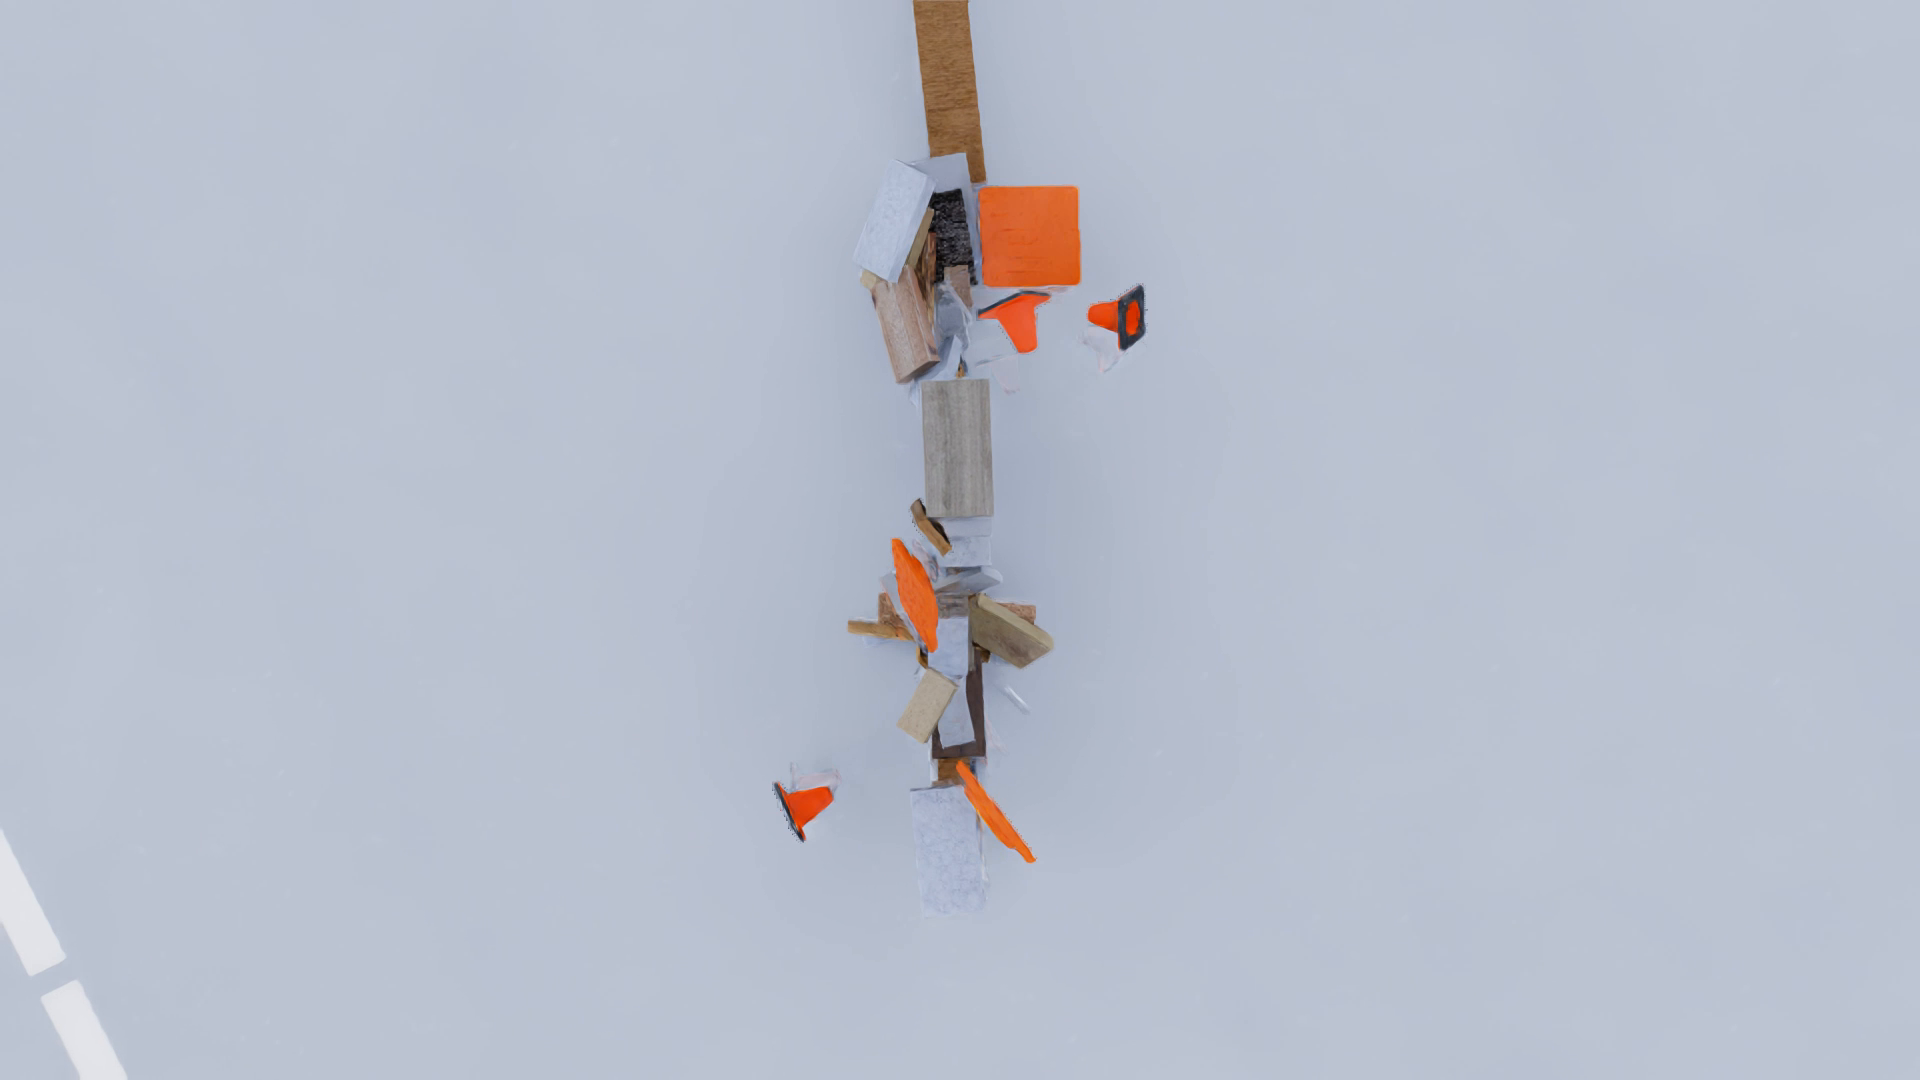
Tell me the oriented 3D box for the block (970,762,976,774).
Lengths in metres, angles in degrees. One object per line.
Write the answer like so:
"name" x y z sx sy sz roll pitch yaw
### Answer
"block" -0.001 0.696 5.049 0.092 0.184 0.026 4 78 0

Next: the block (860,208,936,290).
"block" -0.206 -0.952 5.365 0.168 0.048 0.336 38 121 30

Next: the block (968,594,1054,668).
"block" 0.131 0.298 5.347 0.321 0.046 0.161 32 133 -27

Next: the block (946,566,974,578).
"block" -0.001 0.103 5.415 0.086 0.171 0.024 2 71 0

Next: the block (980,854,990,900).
"block" -0.005 1.024 5.043 0.175 0.914 0.049 -1 84 0

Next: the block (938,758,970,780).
"block" -0.017 0.740 4.944 0.092 0.026 0.184 -1 91 1

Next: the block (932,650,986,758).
"block" -0.009 0.481 4.827 0.154 0.044 0.309 -3 81 0

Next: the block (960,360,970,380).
"block" 0.005 -0.537 5.476 0.053 0.015 0.106 -11 103 10

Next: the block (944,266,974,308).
"block" -0.005 -0.828 5.401 0.079 0.158 0.022 -3 48 7

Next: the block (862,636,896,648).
"block" -0.255 0.310 5.488 0.142 0.020 0.071 -13 86 0

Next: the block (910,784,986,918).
"block" -0.034 0.857 4.557 0.175 0.049 0.349 -6 90 1

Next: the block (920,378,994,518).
"block" -0.006 -0.239 4.326 0.179 0.051 0.357 -2 88 0

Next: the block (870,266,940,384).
"block" -0.178 -0.691 5.294 0.168 0.048 0.336 -29 71 41

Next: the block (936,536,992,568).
"block" 0.004 -0.085 5.139 0.167 0.047 0.335 -3 90 0

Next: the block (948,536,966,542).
"block" -0.033 -0.026 5.020 0.095 0.190 0.027 -2 79 0

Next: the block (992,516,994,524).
"block" 0.007 -0.085 4.936 0.178 0.355 0.050 -2 96 0

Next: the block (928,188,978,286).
"block" -0.046 -0.983 5.413 0.155 0.044 0.310 -10 102 0

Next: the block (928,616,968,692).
"block" -0.035 0.336 4.766 0.113 0.032 0.226 2 98 0

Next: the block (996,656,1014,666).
"block" 0.159 0.345 5.489 0.071 0.020 0.142 3 90 -2

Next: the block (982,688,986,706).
"block" 0.003 0.539 5.343 0.156 0.311 0.044 0 99 0

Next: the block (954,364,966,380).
"block" -0.027 -0.580 5.453 0.053 0.015 0.106 -22 95 17

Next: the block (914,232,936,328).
"block" -0.153 -0.854 5.401 0.155 0.044 0.311 13 106 41

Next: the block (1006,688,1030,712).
"block" 0.191 0.530 5.446 0.013 0.047 0.094 -43 95 6

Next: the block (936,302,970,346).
"block" -0.021 -0.706 5.434 0.079 0.022 0.158 -6 131 9

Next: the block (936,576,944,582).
"block" -0.025 0.197 5.420 0.086 0.024 0.171 10 135 22

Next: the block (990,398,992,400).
"block" -0.008 -0.351 4.533 0.179 0.357 0.051 3 88 0

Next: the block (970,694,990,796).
"block" 0.007 0.644 5.163 0.156 0.044 0.311 -3 90 0

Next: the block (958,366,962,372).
"block" -0.032 -0.543 5.300 0.062 0.123 0.017 -40 105 4

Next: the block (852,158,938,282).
"block" -0.210 -1.019 5.260 0.175 0.050 0.350 34 109 35

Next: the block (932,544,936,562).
"block" -0.003 0.040 5.331 0.167 0.335 0.047 2 86 0

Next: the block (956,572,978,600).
"block" 0.012 0.176 5.428 0.085 0.171 0.024 15 48 0

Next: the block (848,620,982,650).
"block" -0.146 0.311 5.382 0.444 0.047 0.013 8 133 -6

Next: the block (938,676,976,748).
"block" -0.024 0.494 4.748 0.098 0.028 0.196 -13 105 -1

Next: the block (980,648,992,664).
"block" 0.012 0.344 5.451 0.190 0.027 0.095 11 52 6

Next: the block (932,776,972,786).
"block" -0.020 0.710 4.761 0.098 0.339 0.028 -9 79 1

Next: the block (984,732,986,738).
"block" -0.002 0.606 4.986 0.154 0.309 0.044 -1 82 0

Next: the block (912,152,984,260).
"block" -0.040 -1.087 5.440 0.175 0.050 0.350 -10 102 0

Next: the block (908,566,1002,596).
"block" -0.028 0.159 5.317 0.095 0.377 0.027 27 56 -35

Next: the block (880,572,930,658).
"block" -0.151 0.249 5.213 0.046 0.321 0.161 -30 51 0

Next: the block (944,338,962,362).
"block" -0.021 -0.618 5.468 0.053 0.015 0.106 -2 116 6

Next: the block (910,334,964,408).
"block" -0.073 -0.542 5.270 0.155 0.370 0.044 -39 105 18

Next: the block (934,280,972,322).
"block" -0.033 -0.778 5.420 0.158 0.079 0.022 53 46 -31

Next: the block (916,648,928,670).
"block" -0.114 0.392 5.368 0.013 0.094 0.047 -22 49 18

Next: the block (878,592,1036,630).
"block" -0.013 0.259 5.397 0.510 0.161 0.046 5 52 1

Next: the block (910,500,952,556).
"block" -0.081 -0.036 4.497 0.032 0.226 0.113 -39 106 4

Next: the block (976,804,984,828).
"block" -0.025 0.810 4.757 0.175 0.349 0.049 -8 77 1

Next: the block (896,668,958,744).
"block" -0.093 0.471 4.690 0.098 0.028 0.196 33 102 18

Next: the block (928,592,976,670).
"block" -0.023 0.268 4.791 0.113 0.032 0.226 -6 97 1

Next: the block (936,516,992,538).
"block" 0.000 -0.187 4.734 0.178 0.050 0.356 -2 89 0

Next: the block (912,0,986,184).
"block" -0.049 -1.608 5.371 0.175 0.050 0.885 -7 104 0
